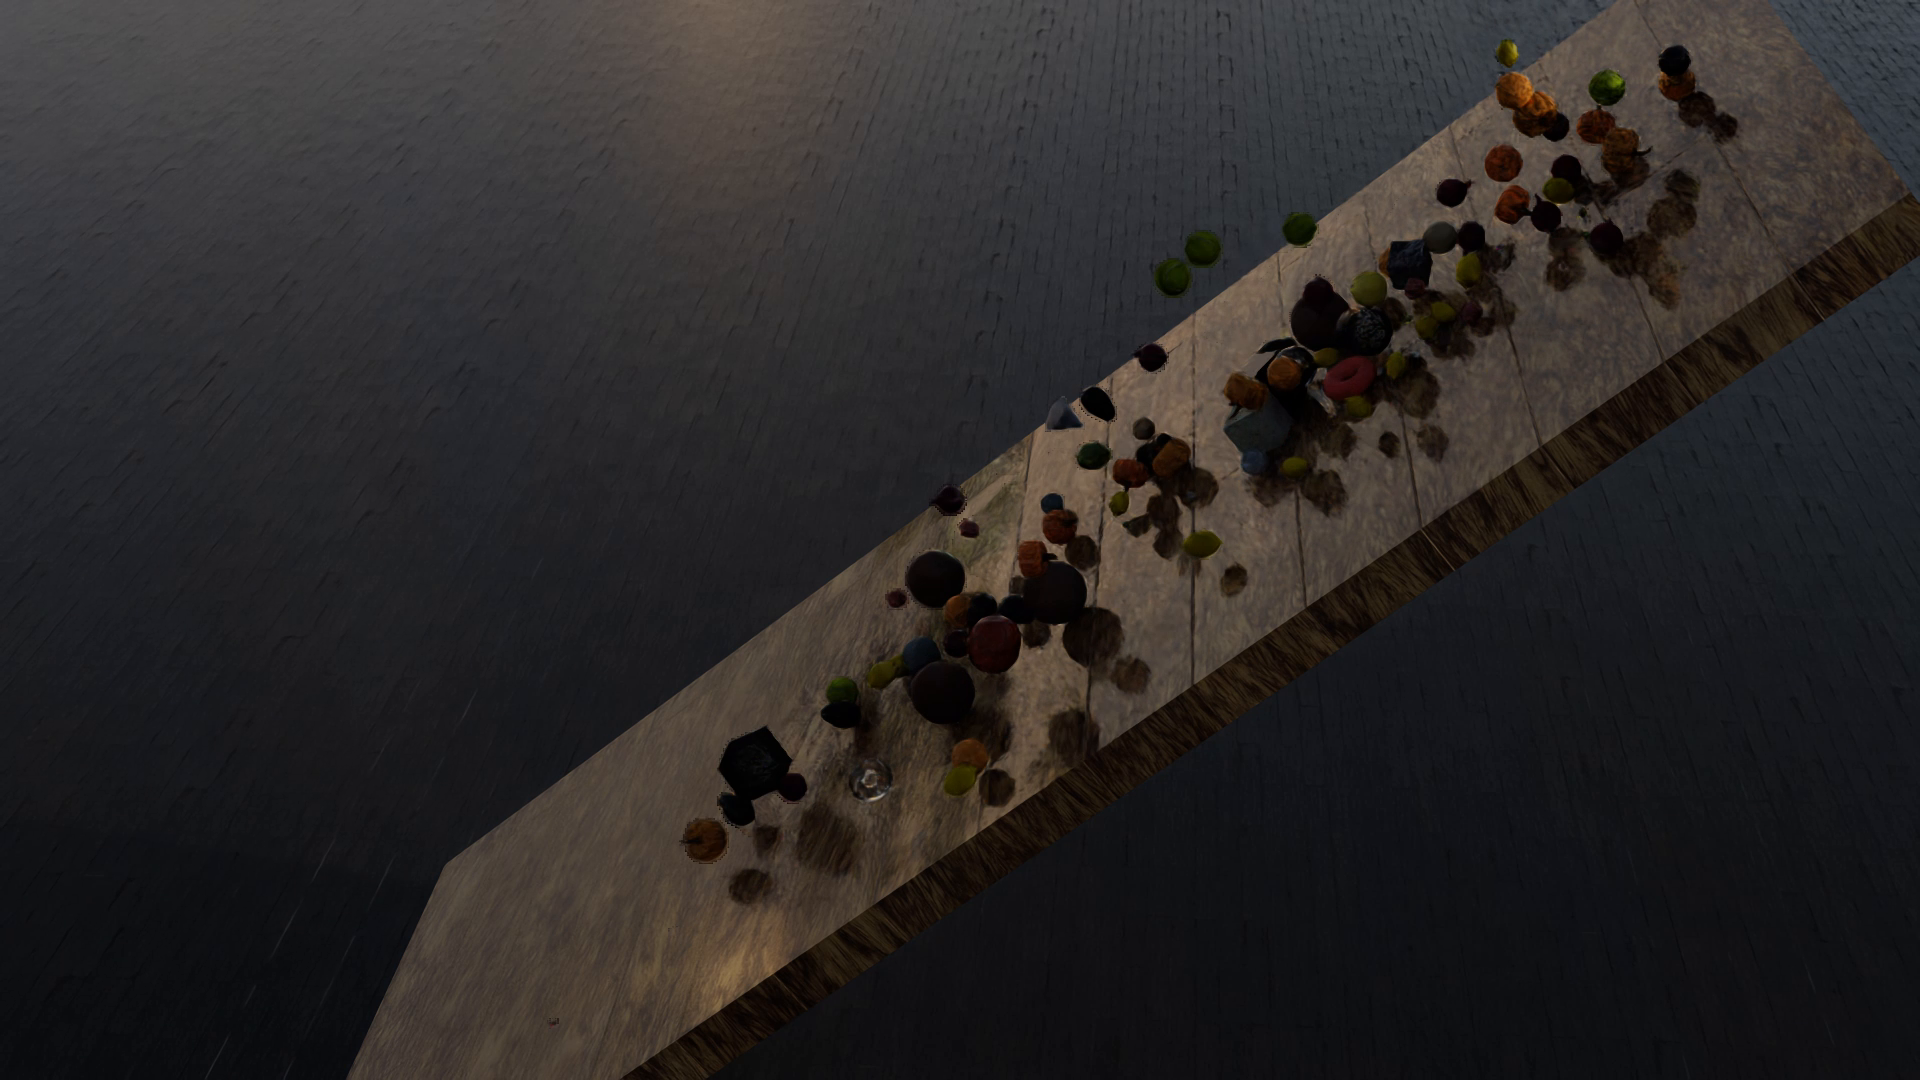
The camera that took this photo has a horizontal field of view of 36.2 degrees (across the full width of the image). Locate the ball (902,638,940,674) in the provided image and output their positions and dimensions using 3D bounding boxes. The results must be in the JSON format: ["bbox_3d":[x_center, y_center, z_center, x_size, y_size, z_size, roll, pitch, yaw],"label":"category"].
[{"bbox_3d":[-0.082,0.249,6.314,0.080,0.080,0.080,0,24,0],"label":"ball"}]

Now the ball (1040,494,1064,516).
[{"bbox_3d":[0.206,-0.079,6.568,0.051,0.051,0.051,0,24,0],"label":"ball"}]

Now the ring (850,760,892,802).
[{"bbox_3d":[-0.174,0.468,5.731,0.088,0.088,0.029,-6,20,-14],"label":"ring"}]

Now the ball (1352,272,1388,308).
[{"bbox_3d":[0.861,-0.527,6.183,0.075,0.075,0.075,0,24,0],"label":"ball"}]

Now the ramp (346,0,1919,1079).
[{"bbox_3d":[0.120,0.186,6.343,4.000,0.100,2.000,-36,16,18],"label":"ramp"}]

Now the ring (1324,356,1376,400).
[{"bbox_3d":[0.777,-0.322,5.864,0.114,0.038,0.114,-26,30,16],"label":"ring"}]

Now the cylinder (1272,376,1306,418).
[{"bbox_3d":[0.671,-0.290,6.014,0.065,0.065,0.065,7,35,15],"label":"cylinder"}]

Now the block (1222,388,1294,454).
[{"bbox_3d":[0.605,-0.234,5.970,0.091,0.091,0.091,-29,19,36],"label":"block"}]

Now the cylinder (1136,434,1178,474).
[{"bbox_3d":[0.424,-0.185,6.311,0.065,0.065,0.065,-30,1,41],"label":"cylinder"}]

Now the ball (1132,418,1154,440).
[{"bbox_3d":[0.408,-0.248,6.546,0.051,0.051,0.051,0,24,0],"label":"ball"}]

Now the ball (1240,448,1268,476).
[{"bbox_3d":[0.587,-0.156,5.868,0.056,0.056,0.056,0,24,0],"label":"ball"}]

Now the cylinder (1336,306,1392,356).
[{"bbox_3d":[0.805,-0.417,5.867,0.093,0.093,0.093,-2,7,-5],"label":"cylinder"}]

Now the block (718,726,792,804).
[{"bbox_3d":[-0.435,0.478,6.250,0.099,0.099,0.099,-22,61,-34],"label":"block"}]

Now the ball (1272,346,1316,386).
[{"bbox_3d":[0.689,-0.354,6.064,0.092,0.092,0.092,0,24,0],"label":"ball"}]

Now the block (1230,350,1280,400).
[{"bbox_3d":[0.641,-0.329,6.140,0.091,0.091,0.091,-47,17,-20],"label":"block"}]

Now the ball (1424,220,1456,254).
[{"bbox_3d":[0.981,-0.618,6.011,0.068,0.068,0.068,0,24,0],"label":"ball"}]

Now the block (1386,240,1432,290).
[{"bbox_3d":[0.919,-0.563,6.011,0.069,0.069,0.069,0,55,25],"label":"block"}]
